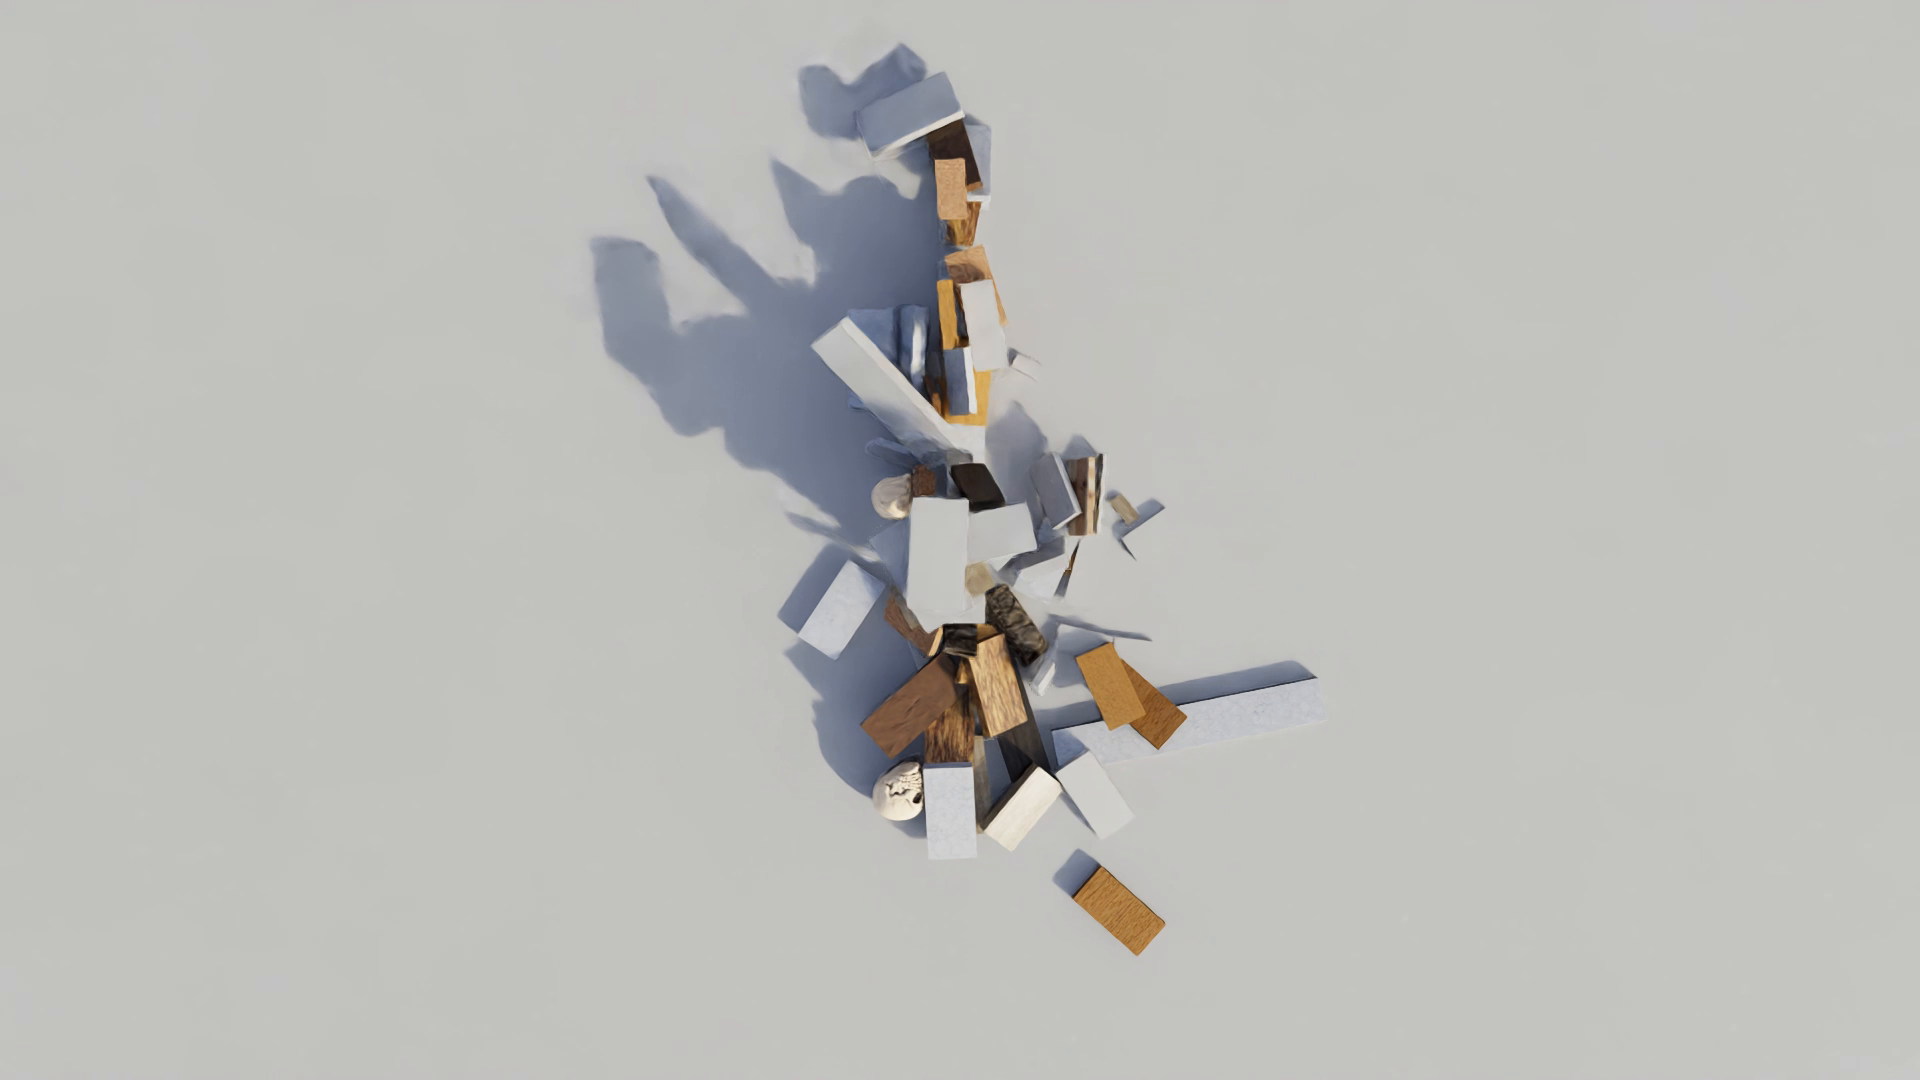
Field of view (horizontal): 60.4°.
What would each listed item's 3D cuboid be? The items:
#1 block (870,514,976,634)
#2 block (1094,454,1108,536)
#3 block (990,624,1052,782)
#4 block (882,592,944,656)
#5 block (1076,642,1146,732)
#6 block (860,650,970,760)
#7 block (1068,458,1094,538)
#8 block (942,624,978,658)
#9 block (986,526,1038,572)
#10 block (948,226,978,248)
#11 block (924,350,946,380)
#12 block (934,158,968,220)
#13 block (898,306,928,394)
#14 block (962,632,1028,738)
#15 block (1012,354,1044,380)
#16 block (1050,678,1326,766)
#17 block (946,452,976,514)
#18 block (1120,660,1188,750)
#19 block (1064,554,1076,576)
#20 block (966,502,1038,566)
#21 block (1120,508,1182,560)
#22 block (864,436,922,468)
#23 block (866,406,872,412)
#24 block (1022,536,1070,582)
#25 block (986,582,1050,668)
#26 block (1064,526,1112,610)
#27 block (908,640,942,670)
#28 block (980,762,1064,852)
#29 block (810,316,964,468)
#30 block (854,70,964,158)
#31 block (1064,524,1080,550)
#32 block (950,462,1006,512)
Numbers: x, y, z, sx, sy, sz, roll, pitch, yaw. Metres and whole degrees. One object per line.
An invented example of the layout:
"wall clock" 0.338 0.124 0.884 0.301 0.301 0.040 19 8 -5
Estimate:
"block" -0.114 0.097 5.002 0.168 0.048 0.337 -31 92 10
"block" 0.455 -0.151 5.448 0.014 0.050 0.272 12 77 -28
"block" 0.156 0.537 5.472 0.139 0.039 0.520 -18 92 -1
"block" -0.153 0.270 5.400 0.229 0.032 0.114 37 121 31
"block" 0.495 0.482 5.423 0.131 0.037 0.262 -24 78 -3
"block" -0.143 0.539 5.392 0.359 0.043 0.152 -42 97 -5
"block" 0.397 -0.139 5.392 0.027 0.095 0.254 6 82 -36
"block" 0.002 0.286 5.300 0.106 0.212 0.030 11 131 -8
"block" 0.157 0.004 5.487 0.095 0.027 0.190 45 90 0
"block" 0.010 -0.981 5.487 0.094 0.027 0.506 0 90 0
"block" -0.107 -0.566 5.423 0.024 0.171 0.086 -10 91 -36
"block" -0.028 -1.119 5.264 0.094 0.027 0.187 -5 95 -3
"block" -0.166 -0.602 5.401 0.046 0.161 0.321 2 97 -24
"block" 0.110 0.472 5.376 0.152 0.043 0.304 -20 100 -31
"block" 0.225 -0.577 5.493 0.101 0.014 0.050 28 90 0
"block" 0.759 0.615 5.480 0.903 0.041 0.144 -11 90 0
"block" 0.003 -0.184 5.305 0.085 0.300 0.024 2 129 -4
"block" 0.594 0.543 5.445 0.287 0.041 0.144 41 82 10
"block" 0.394 0.097 5.490 0.134 0.019 0.067 30 90 0
"block" 0.077 -0.012 5.053 0.293 0.042 0.147 -12 84 -3
"block" 0.636 -0.020 5.487 0.182 0.026 0.091 -35 90 0
"block" -0.210 -0.285 5.421 0.186 0.093 0.026 18 68 -22
"block" -0.302 -0.517 5.407 0.093 0.026 0.186 -42 70 22
"block" 0.274 0.058 5.295 0.147 0.300 0.042 -20 100 7
"block" 0.179 0.281 5.439 0.037 0.131 0.262 -35 90 41
"block" 0.422 0.085 5.468 0.091 0.026 0.280 15 90 0
"block" -0.119 0.331 5.462 0.106 0.030 0.211 -21 78 -1
"block" 0.206 0.880 5.441 0.139 0.039 0.277 41 89 -29
"block" -0.232 -0.468 5.275 0.549 0.168 0.048 46 48 -16
"block" -0.168 -1.403 5.437 0.332 0.046 0.161 -23 74 6
"block" 0.365 -0.008 5.491 0.134 0.019 0.067 20 90 0
"block" 0.054 -0.169 5.211 0.114 0.229 0.032 -6 124 -15
